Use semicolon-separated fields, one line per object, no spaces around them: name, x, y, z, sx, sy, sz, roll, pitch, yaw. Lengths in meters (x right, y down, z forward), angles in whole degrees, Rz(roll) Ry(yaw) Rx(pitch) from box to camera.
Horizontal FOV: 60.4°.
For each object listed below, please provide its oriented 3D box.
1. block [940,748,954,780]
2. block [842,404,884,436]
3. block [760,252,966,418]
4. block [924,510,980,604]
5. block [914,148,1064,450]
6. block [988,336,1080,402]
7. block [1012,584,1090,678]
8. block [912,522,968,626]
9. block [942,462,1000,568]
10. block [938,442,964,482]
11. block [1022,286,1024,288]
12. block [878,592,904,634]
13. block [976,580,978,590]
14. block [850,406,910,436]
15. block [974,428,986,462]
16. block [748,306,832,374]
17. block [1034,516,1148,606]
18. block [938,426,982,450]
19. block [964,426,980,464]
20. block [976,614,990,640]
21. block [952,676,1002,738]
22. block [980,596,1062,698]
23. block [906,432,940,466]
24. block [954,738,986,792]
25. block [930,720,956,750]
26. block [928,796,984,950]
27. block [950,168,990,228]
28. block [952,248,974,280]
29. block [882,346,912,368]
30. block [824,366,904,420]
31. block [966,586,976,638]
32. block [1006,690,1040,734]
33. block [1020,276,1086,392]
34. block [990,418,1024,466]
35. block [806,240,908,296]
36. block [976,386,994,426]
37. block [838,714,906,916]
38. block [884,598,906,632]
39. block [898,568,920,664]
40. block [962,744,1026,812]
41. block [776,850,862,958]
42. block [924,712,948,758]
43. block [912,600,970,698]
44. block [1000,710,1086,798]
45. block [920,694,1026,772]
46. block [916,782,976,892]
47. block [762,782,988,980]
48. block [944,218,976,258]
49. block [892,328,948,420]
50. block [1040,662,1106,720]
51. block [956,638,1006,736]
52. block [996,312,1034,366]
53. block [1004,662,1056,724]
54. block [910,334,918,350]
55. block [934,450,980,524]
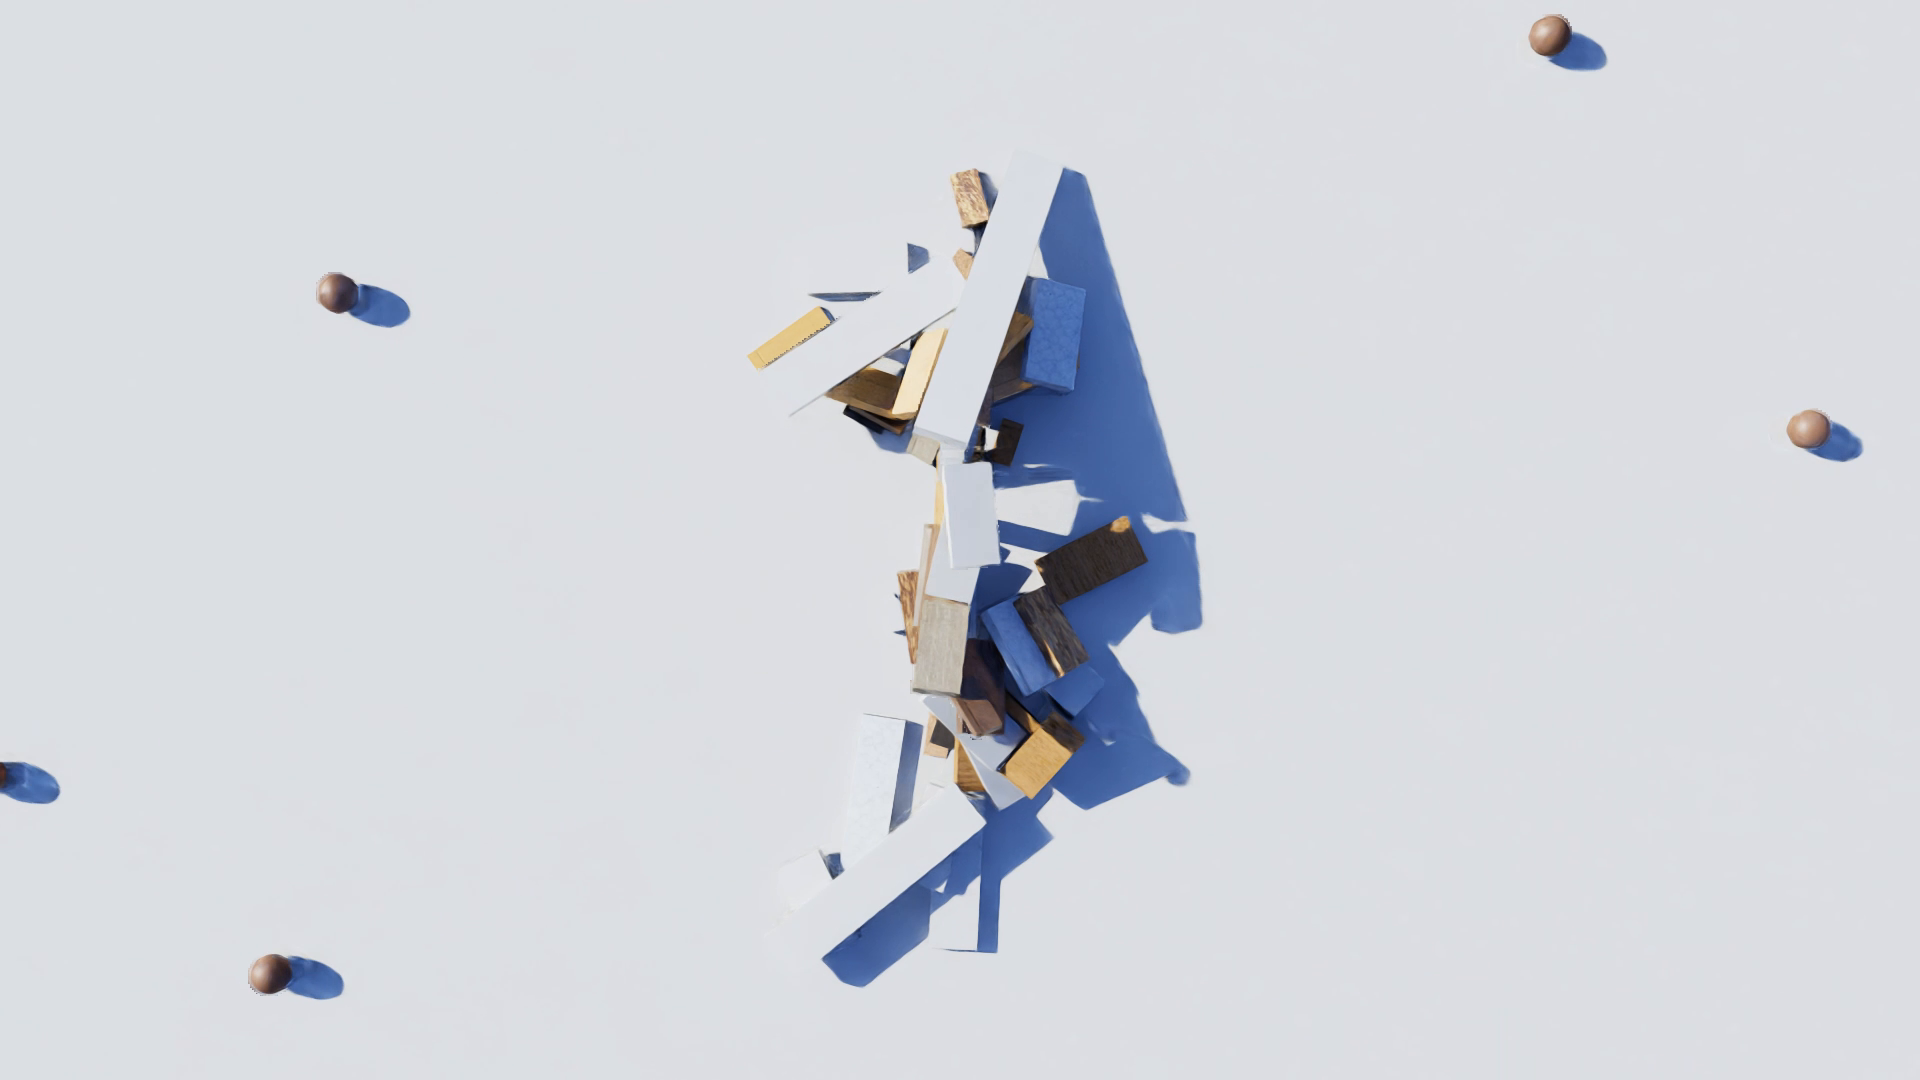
block;0.004;0.721;5.489;0.079;0.022;0.158;24;90;0
block;-0.310;-0.417;5.490;0.147;0.021;0.073;29;90;0
block;-0.298;-0.661;5.306;0.715;0.048;0.168;-33;88;-2
block;-0.004;0.043;5.147;0.147;0.042;0.293;12;108;-6
block;0.100;-0.786;5.259;0.173;0.049;1.091;18;67;1
block;0.210;-0.585;5.410;0.346;0.049;0.173;-23;90;-23
block;0.300;0.298;5.399;0.041;0.144;0.287;-36;82;44
block;-0.049;0.119;5.225;0.166;0.047;0.333;6;110;-2
block;0.033;-0.077;5.057;0.147;0.042;0.314;-5;90;-10
block;-0.027;-0.256;5.122;0.076;0.022;0.152;4;107;-3
block;0.127;-0.817;5.467;0.172;0.024;0.086;-43;122;0
block;-0.220;0.244;5.491;0.061;0.017;0.122;-29;90;0
block;0.003;0.201;5.457;0.102;0.029;0.203;4;107;0
block;-0.260;-0.432;5.463;0.191;0.027;0.095;29;59;0
block;0.009;-0.265;5.377;0.134;0.267;0.038;-1;54;-3
block;-0.568;-0.666;5.490;0.292;0.021;0.073;-35;90;0
block;0.434;0.071;5.476;0.339;0.048;0.170;-26;90;0
block;0.005;-0.424;5.207;0.133;0.038;0.266;3;79;0
block;0.018;-0.312;5.143;0.067;0.019;0.134;14;94;-2
block;0.076;0.325;5.451;0.053;0.015;0.156;18;63;-40
block;0.044;0.517;5.116;0.095;0.027;0.191;-18;59;-26
block;0.199;0.343;5.356;0.152;0.043;0.304;-23;82;-42
block;-0.115;-0.314;5.405;0.095;0.191;0.027;31;67;2
block;0.057;0.684;5.453;0.144;0.041;0.287;2;93;-16
block;-0.038;0.608;5.466;0.079;0.022;0.157;20;90;-2
block;-0.012;1.103;5.477;0.161;0.046;0.501;3;90;0
block;0.033;-1.132;5.468;0.094;0.027;0.187;-14;78;1
block;-0.022;-0.866;5.463;0.094;0.027;0.187;38;100;-9
block;-0.151;-0.586;5.415;0.337;0.168;0.048;20;92;0
block;-0.327;-0.508;5.445;0.287;0.041;0.144;19;58;0
block;-0.031;0.336;5.385;0.167;0.047;0.406;0;101;0
block;0.235;0.606;5.428;0.287;0.144;0.041;44;90;0
block;0.305;-0.673;5.409;0.173;0.049;0.346;12;77;-18
block;0.156;-0.324;5.490;0.073;0.021;0.147;18;90;0
block;-0.341;-0.904;5.476;0.337;0.048;0.168;-1;90;0
block;0.064;-0.420;5.139;0.067;0.019;0.134;8;67;-3
block;-0.300;0.910;5.480;0.144;0.041;0.652;9;90;0
block;-0.217;0.249;5.475;0.053;0.015;0.105;-13;90;0
block;-0.105;0.242;5.322;0.152;0.043;0.304;-8;101;2
block;0.121;0.738;5.434;0.139;0.039;0.277;-29;101;-13
block;-0.465;1.201;5.441;0.161;0.046;0.321;-26;87;5
block;-0.071;0.640;5.489;0.079;0.022;0.158;8;90;0
block;-0.058;0.340;5.149;0.147;0.042;0.293;7;65;-1
block;0.267;0.697;5.345;0.139;0.039;0.277;40;113;2
block;0.043;0.576;5.360;0.333;0.047;0.167;45;80;-10
block;-0.079;0.978;5.432;0.161;0.046;0.321;20;90;1
block;-0.277;1.110;5.384;0.806;0.048;0.170;-39;87;1
block;0.001;-0.977;5.487;0.094;0.027;0.187;-4;90;0
block;-0.119;-0.527;5.241;0.041;0.144;0.287;26;74;-33
block;0.301;0.415;5.442;0.339;0.048;0.170;44;67;-1
block;0.067;0.473;5.312;0.152;0.043;0.304;5;77;-24
block;0.123;-0.649;5.317;0.118;0.034;0.237;25;58;30
block;0.215;0.452;5.480;0.139;0.039;0.297;-44;90;0
block;-0.051;-0.609;5.439;0.237;0.118;0.034;21;81;0
block;-0.011;-0.145;5.198;0.134;0.038;0.267;3;100;-1
